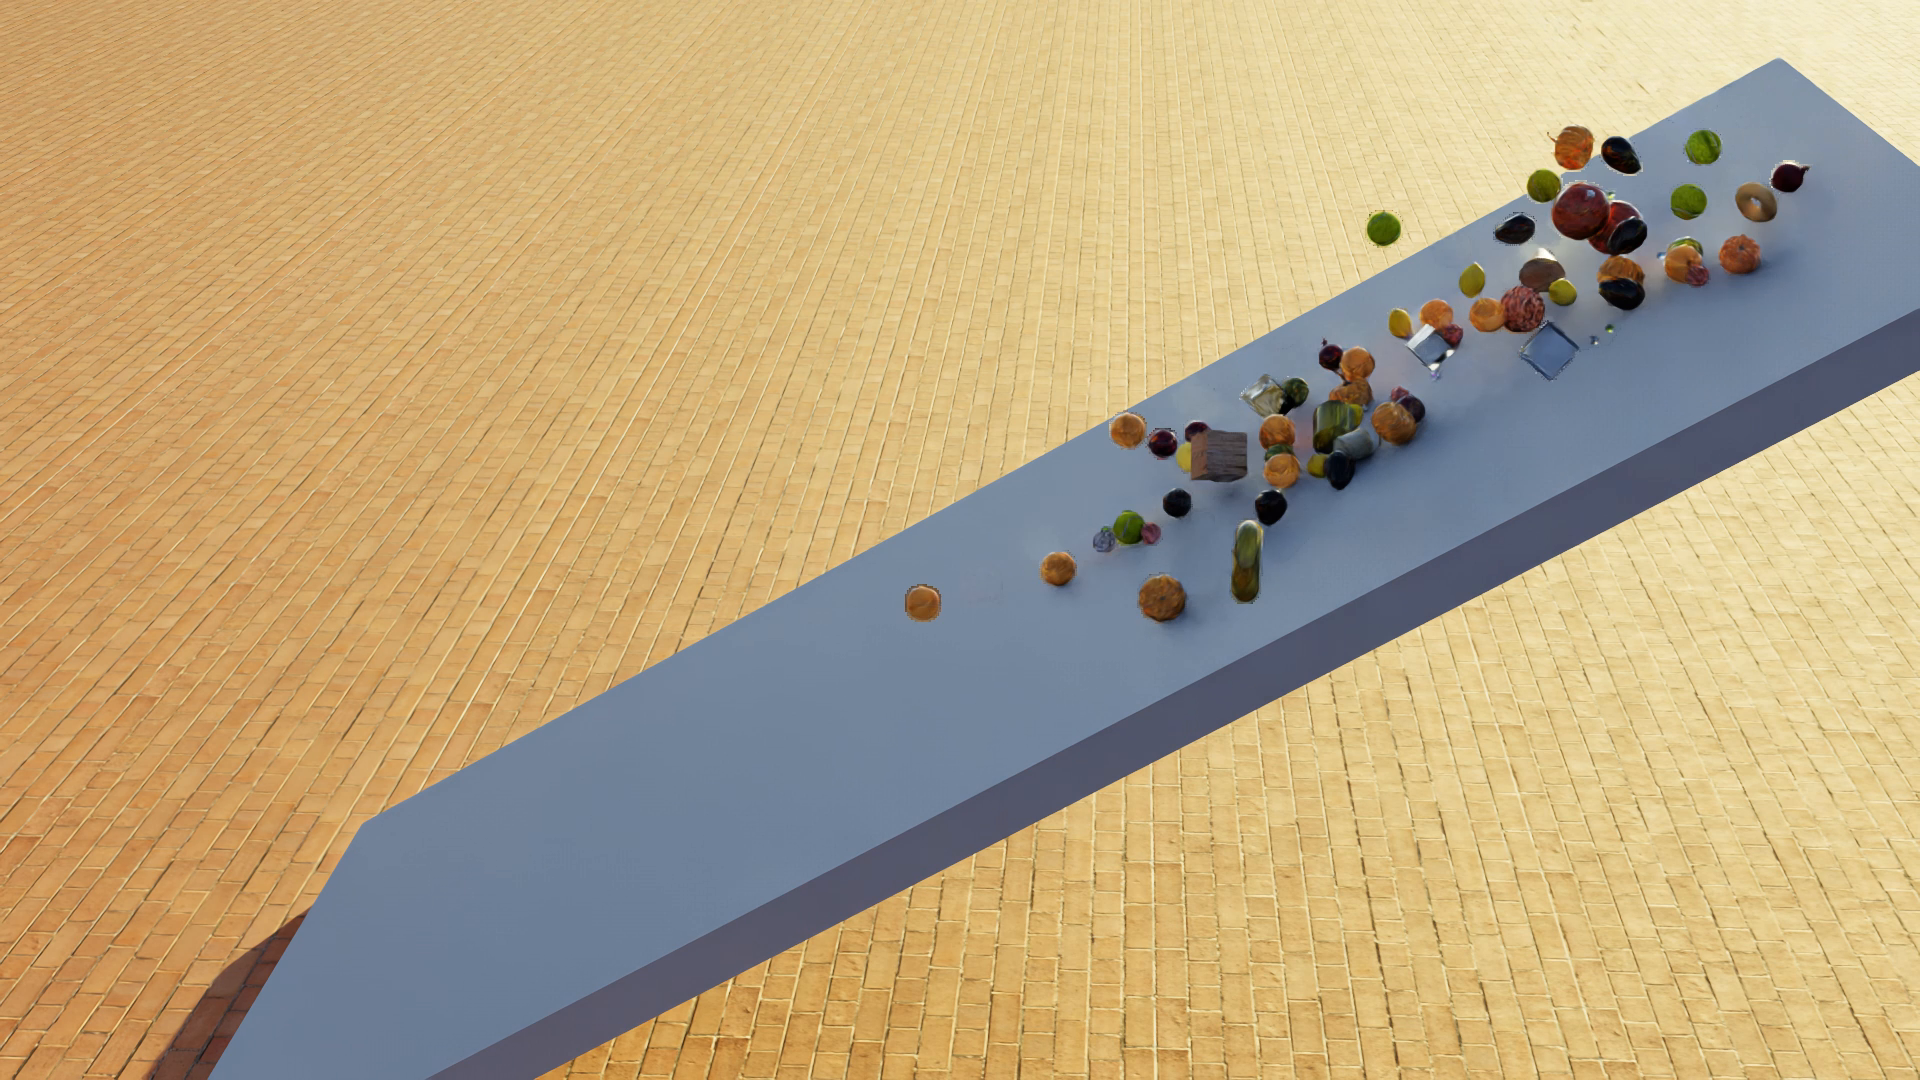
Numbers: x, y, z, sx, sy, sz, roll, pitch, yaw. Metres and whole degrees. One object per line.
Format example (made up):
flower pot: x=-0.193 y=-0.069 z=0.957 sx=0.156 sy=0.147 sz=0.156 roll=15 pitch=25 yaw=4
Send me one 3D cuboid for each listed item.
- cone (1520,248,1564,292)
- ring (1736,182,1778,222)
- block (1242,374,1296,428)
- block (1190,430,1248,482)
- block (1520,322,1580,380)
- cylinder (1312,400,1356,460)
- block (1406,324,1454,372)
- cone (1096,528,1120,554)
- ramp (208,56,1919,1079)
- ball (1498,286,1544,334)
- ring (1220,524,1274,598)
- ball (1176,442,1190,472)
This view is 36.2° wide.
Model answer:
cone: x=1.209 y=-0.580 z=6.112 sx=0.092 sy=0.092 sz=0.092 roll=3 pitch=45 yaw=8
ring: x=1.553 y=-0.658 z=5.735 sx=0.030 sy=0.089 sz=0.089 roll=-42 pitch=39 yaw=-25
block: x=0.664 y=-0.300 z=6.322 sx=0.073 sy=0.073 sz=0.073 roll=-44 pitch=19 yaw=4
block: x=0.538 y=-0.174 z=6.112 sx=0.090 sy=0.090 sz=0.090 roll=3 pitch=-8 yaw=-16
block: x=1.115 y=-0.357 z=5.563 sx=0.076 sy=0.076 sz=0.076 roll=41 pitch=3 yaw=5
cylinder: x=0.753 y=-0.222 z=5.921 sx=0.085 sy=0.085 sz=0.085 roll=2 pitch=42 yaw=6
block: x=0.979 y=-0.401 z=6.122 sx=0.064 sy=0.064 sz=0.064 roll=-44 pitch=14 yaw=5
cone: x=0.301 y=-0.009 z=6.196 sx=0.054 sy=0.054 sz=0.054 roll=-7 pitch=46 yaw=-19
ramp: x=0.142 y=0.168 z=6.285 sx=4.000 sy=0.100 sz=2.000 roll=-28 pitch=15 yaw=12
ball: x=1.141 y=-0.468 z=5.981 sx=0.095 sy=0.095 sz=0.095 roll=0 pitch=19 yaw=0
ring: x=0.517 y=0.039 z=5.295 sx=0.049 sy=0.148 sz=0.148 roll=29 pitch=26 yaw=11
ball: x=0.502 y=-0.180 z=6.376 sx=0.067 sy=0.067 sz=0.067 roll=0 pitch=19 yaw=0
